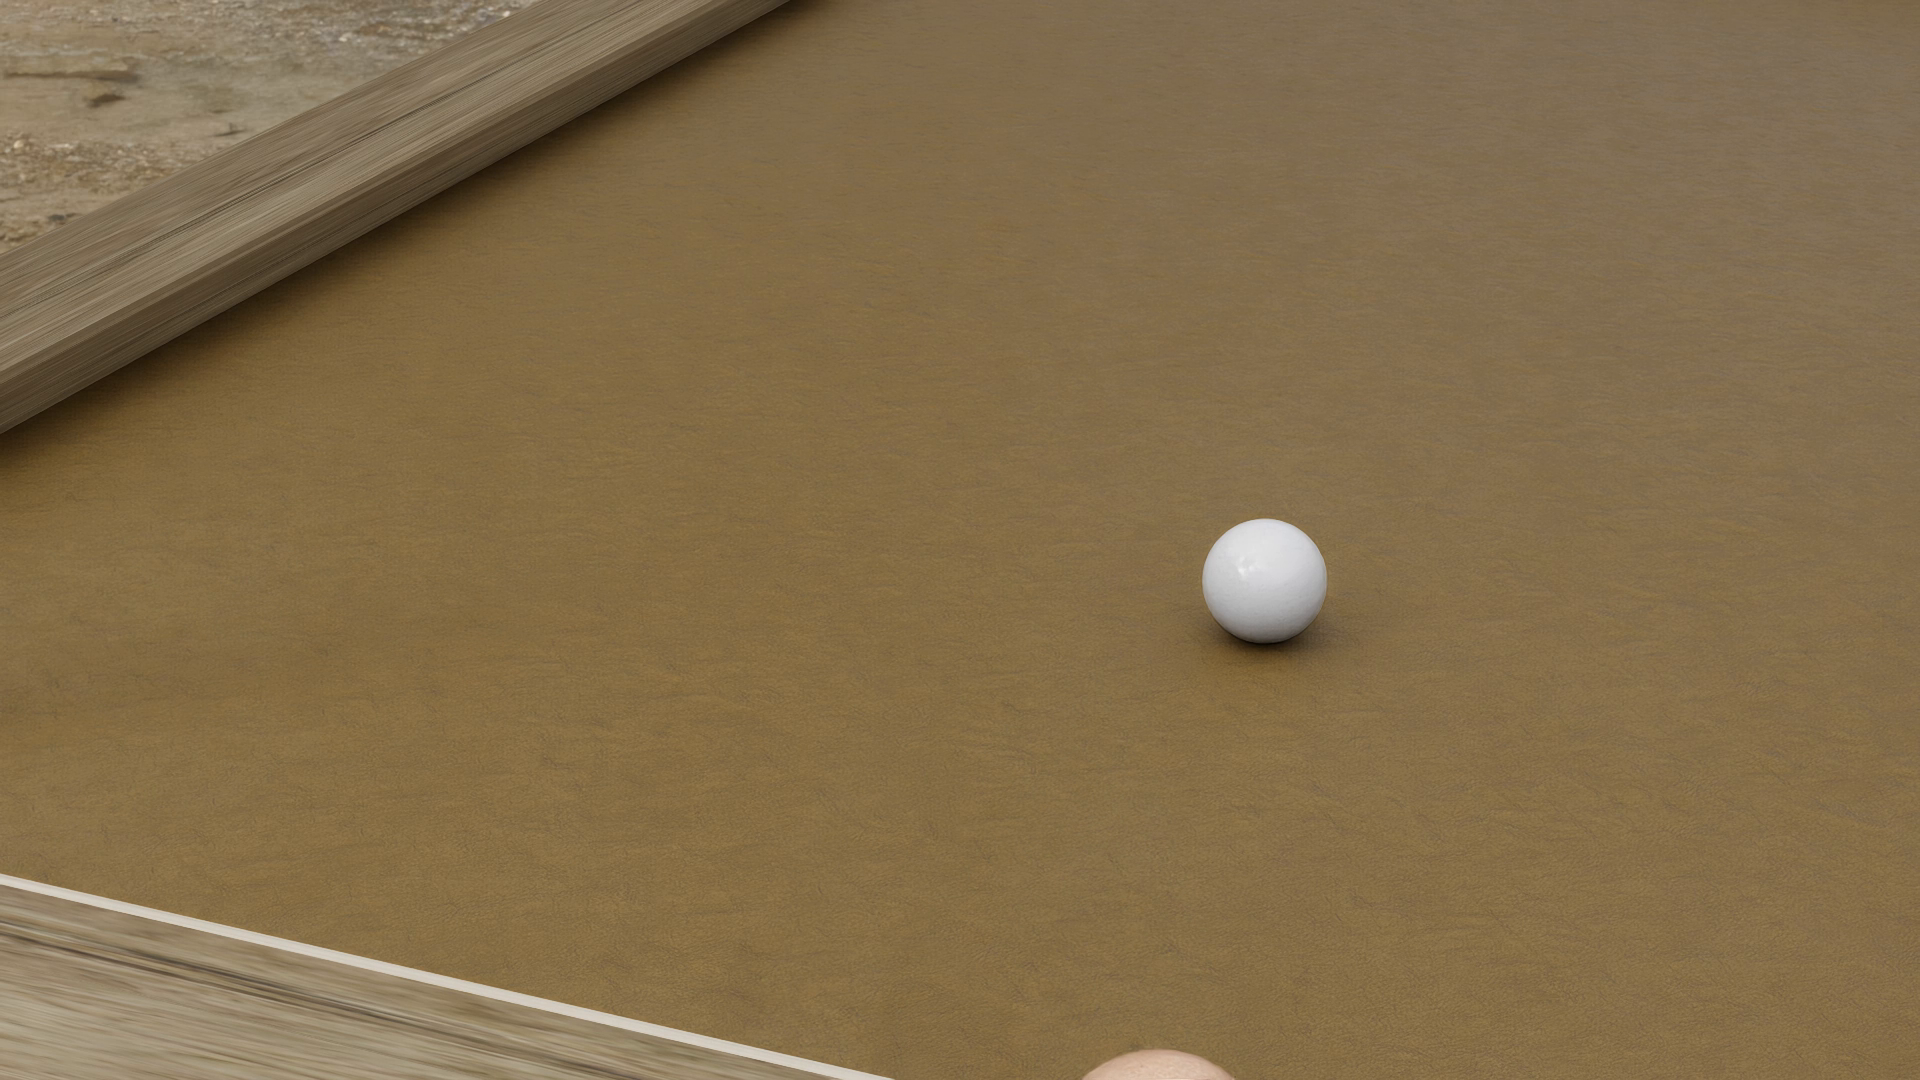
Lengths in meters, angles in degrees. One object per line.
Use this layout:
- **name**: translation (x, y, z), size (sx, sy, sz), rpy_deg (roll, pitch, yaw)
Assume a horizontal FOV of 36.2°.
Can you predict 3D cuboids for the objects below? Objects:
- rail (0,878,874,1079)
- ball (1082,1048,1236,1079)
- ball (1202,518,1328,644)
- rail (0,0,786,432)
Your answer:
- **rail**: translation (-0.246, 0.235, 1.328), size (1.534, 0.129, 0.045), rpy_deg (9, 26, 20)
- **ball**: translation (0.087, 0.273, 1.284), size (0.100, 0.100, 0.100), rpy_deg (0, 24, 0)
- **ball**: translation (0.192, 0.026, 1.853), size (0.079, 0.079, 0.079), rpy_deg (0, 24, 0)
- **rail**: translation (-0.437, -0.402, 2.735), size (0.045, 0.129, 2.782), rpy_deg (9, 26, 20)
